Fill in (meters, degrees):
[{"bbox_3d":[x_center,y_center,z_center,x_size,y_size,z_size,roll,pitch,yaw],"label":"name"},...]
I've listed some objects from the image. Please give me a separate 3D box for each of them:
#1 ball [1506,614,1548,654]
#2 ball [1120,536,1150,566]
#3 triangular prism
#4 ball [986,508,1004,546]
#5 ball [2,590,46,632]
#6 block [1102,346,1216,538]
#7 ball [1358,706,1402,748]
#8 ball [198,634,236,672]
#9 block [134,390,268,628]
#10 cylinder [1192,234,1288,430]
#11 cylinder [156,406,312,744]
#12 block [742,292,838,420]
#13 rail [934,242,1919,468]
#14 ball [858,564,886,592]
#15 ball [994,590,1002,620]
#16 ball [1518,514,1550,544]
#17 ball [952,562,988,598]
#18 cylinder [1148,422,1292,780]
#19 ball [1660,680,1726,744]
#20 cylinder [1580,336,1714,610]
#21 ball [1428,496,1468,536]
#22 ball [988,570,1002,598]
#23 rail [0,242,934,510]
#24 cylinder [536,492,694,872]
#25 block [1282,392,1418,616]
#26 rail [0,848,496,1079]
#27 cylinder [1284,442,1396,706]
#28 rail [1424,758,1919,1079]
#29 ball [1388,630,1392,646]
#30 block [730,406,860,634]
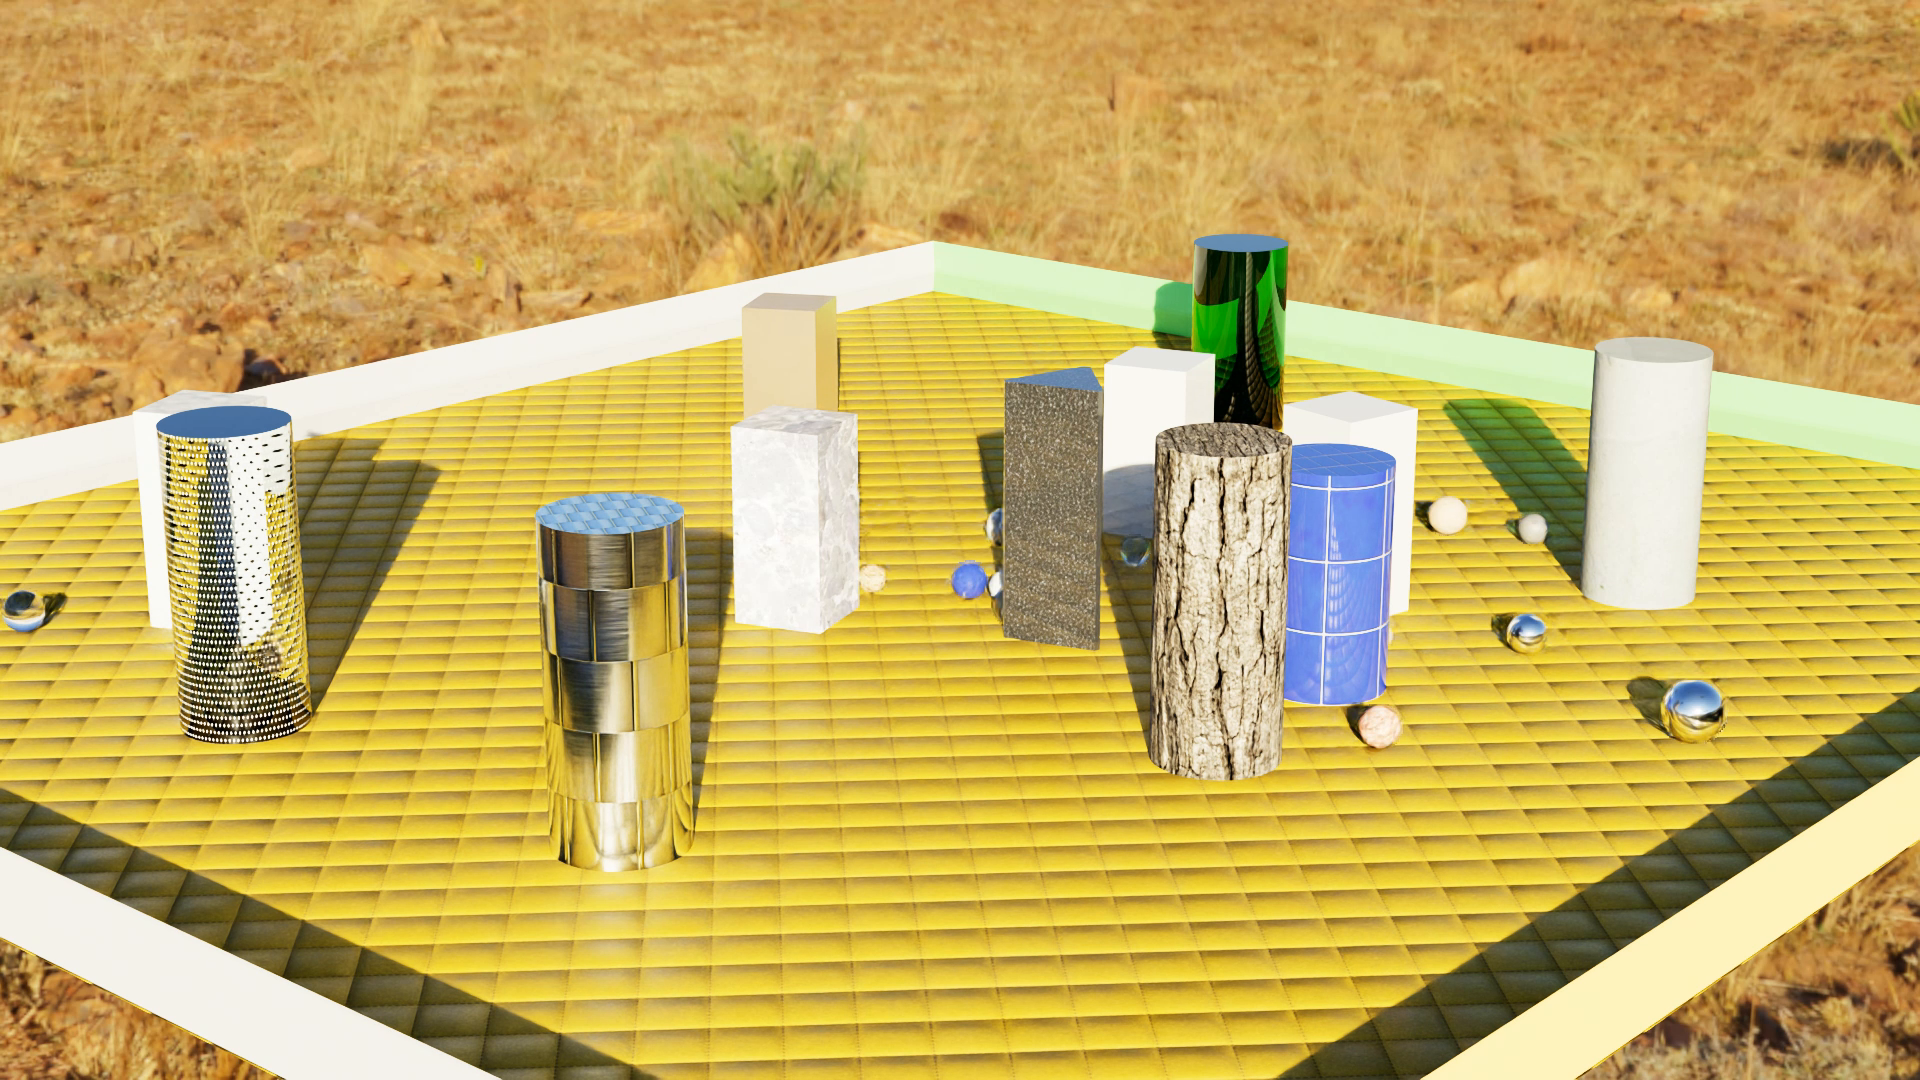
[{"bbox_3d":[0.933,0.155,4.824,0.068,0.068,0.068,0,17,0],"label":"ball"},{"bbox_3d":[0.317,0.020,5.296,0.052,0.052,0.052,0,17,0],"label":"ball"},{"bbox_3d":[0.181,-0.058,4.883,0.172,0.441,0.149,8,18,24],"label":"triangular prism"},{"bbox_3d":[0.084,-0.024,5.407,0.073,0.073,0.073,0,17,0],"label":"ball"},{"bbox_3d":[-1.576,0.120,4.934,0.070,0.070,0.070,0,17,0],"label":"ball"},{"bbox_3d":[0.372,-0.181,5.492,0.159,0.324,0.159,7,18,23],"label":"block"},{"bbox_3d":[0.631,0.281,4.411,0.064,0.064,0.064,0,17,0],"label":"ball"},{"bbox_3d":[-1.203,0.183,4.745,0.059,0.059,0.059,0,17,0],"label":"ball"},{"bbox_3d":[-1.272,-0.049,4.965,0.159,0.375,0.159,5,17,16],"label":"block"},{"bbox_3d":[0.591,-0.435,6.215,0.199,0.395,0.199,0,17,0],"label":"cylinder"},{"bbox_3d":[-1.101,0.052,4.456,0.199,0.477,0.199,0,17,0],"label":"cylinder"},{"bbox_3d":[-0.356,-0.363,6.169,0.159,0.283,0.159,4,17,13],"label":"block"},{"bbox_3d":[1.227,-0.375,6.473,3.477,0.129,0.045,14,22,39],"label":"rail"},{"bbox_3d":[-0.154,0.068,5.143,0.050,0.050,0.050,0,17,0],"label":"ball"},{"bbox_3d":[0.092,0.110,4.967,0.070,0.070,0.070,0,17,0],"label":"ball"},{"bbox_3d":[1.061,-0.021,5.425,0.057,0.057,0.057,0,17,0],"label":"ball"},{"bbox_3d":[0.017,0.071,5.109,0.063,0.063,0.063,0,17,0],"label":"ball"},{"bbox_3d":[0.382,0.089,4.311,0.199,0.489,0.199,0,17,0],"label":"cylinder"},{"bbox_3d":[1.108,0.258,4.429,0.097,0.097,0.097,0,17,0],"label":"ball"},{"bbox_3d":[1.189,-0.117,5.087,0.199,0.436,0.199,0,17,0],"label":"cylinder"},{"bbox_3d":[0.912,-0.046,5.479,0.074,0.074,0.074,0,17,0],"label":"ball"},{"bbox_3d":[0.080,0.081,5.081,0.061,0.061,0.061,0,17,0],"label":"ball"},{"bbox_3d":[-1.295,-0.292,6.196,0.045,0.129,3.791,14,22,39],"label":"rail"},{"bbox_3d":[-0.469,0.192,3.991,0.199,0.476,0.199,0,17,0],"label":"cylinder"},{"bbox_3d":[0.661,-0.054,5.012,0.159,0.358,0.159,-13,21,-36],"label":"block"},{"bbox_3d":[-1.227,0.440,3.766,3.477,0.129,0.045,14,22,39],"label":"rail"},{"bbox_3d":[0.582,0.053,4.633,0.199,0.373,0.199,0,17,0],"label":"cylinder"},{"bbox_3d":[1.295,0.357,4.043,0.045,0.129,3.791,14,22,39],"label":"rail"},{"bbox_3d":[0.692,0.159,4.846,0.046,0.046,0.046,0,17,0],"label":"ball"},{"bbox_3d":[-0.278,-0.037,4.980,0.159,0.344,0.159,7,18,22],"label":"block"}]
